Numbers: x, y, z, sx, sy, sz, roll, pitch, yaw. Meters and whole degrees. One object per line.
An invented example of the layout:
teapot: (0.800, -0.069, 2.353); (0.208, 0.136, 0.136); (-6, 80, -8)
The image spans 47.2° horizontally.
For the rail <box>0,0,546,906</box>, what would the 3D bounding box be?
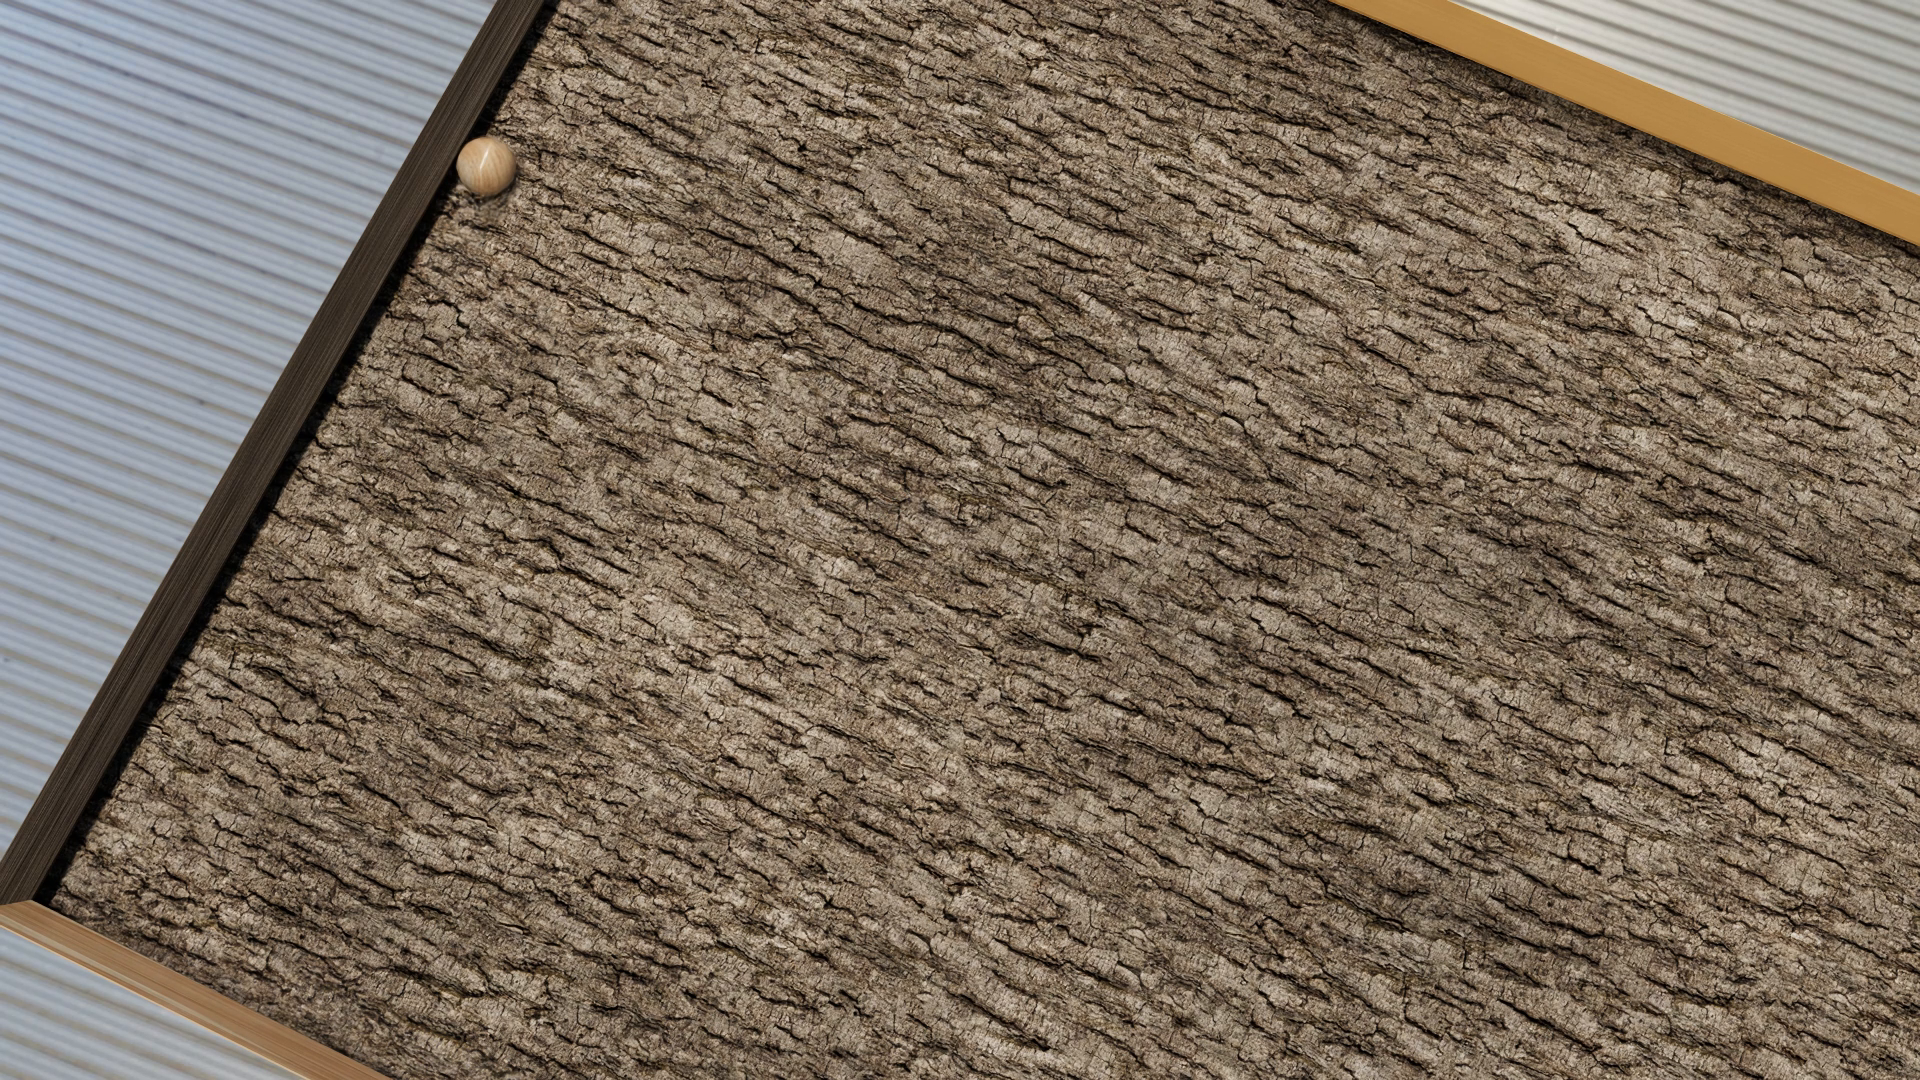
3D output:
rail: (-0.911, -0.419, 3.426); (0.045, 0.119, 2.217); (24, 77, 6)

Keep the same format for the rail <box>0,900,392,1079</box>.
rail: (0.472, 1.367, 2.958); (4.119, 0.119, 0.045); (24, 77, 6)

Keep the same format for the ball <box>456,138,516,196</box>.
ball: (-0.752, -0.592, 3.487); (0.092, 0.092, 0.092); (0, 75, 0)

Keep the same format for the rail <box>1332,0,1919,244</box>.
rail: (1.393, -0.534, 3.457); (4.119, 0.119, 0.045); (24, 77, 6)
